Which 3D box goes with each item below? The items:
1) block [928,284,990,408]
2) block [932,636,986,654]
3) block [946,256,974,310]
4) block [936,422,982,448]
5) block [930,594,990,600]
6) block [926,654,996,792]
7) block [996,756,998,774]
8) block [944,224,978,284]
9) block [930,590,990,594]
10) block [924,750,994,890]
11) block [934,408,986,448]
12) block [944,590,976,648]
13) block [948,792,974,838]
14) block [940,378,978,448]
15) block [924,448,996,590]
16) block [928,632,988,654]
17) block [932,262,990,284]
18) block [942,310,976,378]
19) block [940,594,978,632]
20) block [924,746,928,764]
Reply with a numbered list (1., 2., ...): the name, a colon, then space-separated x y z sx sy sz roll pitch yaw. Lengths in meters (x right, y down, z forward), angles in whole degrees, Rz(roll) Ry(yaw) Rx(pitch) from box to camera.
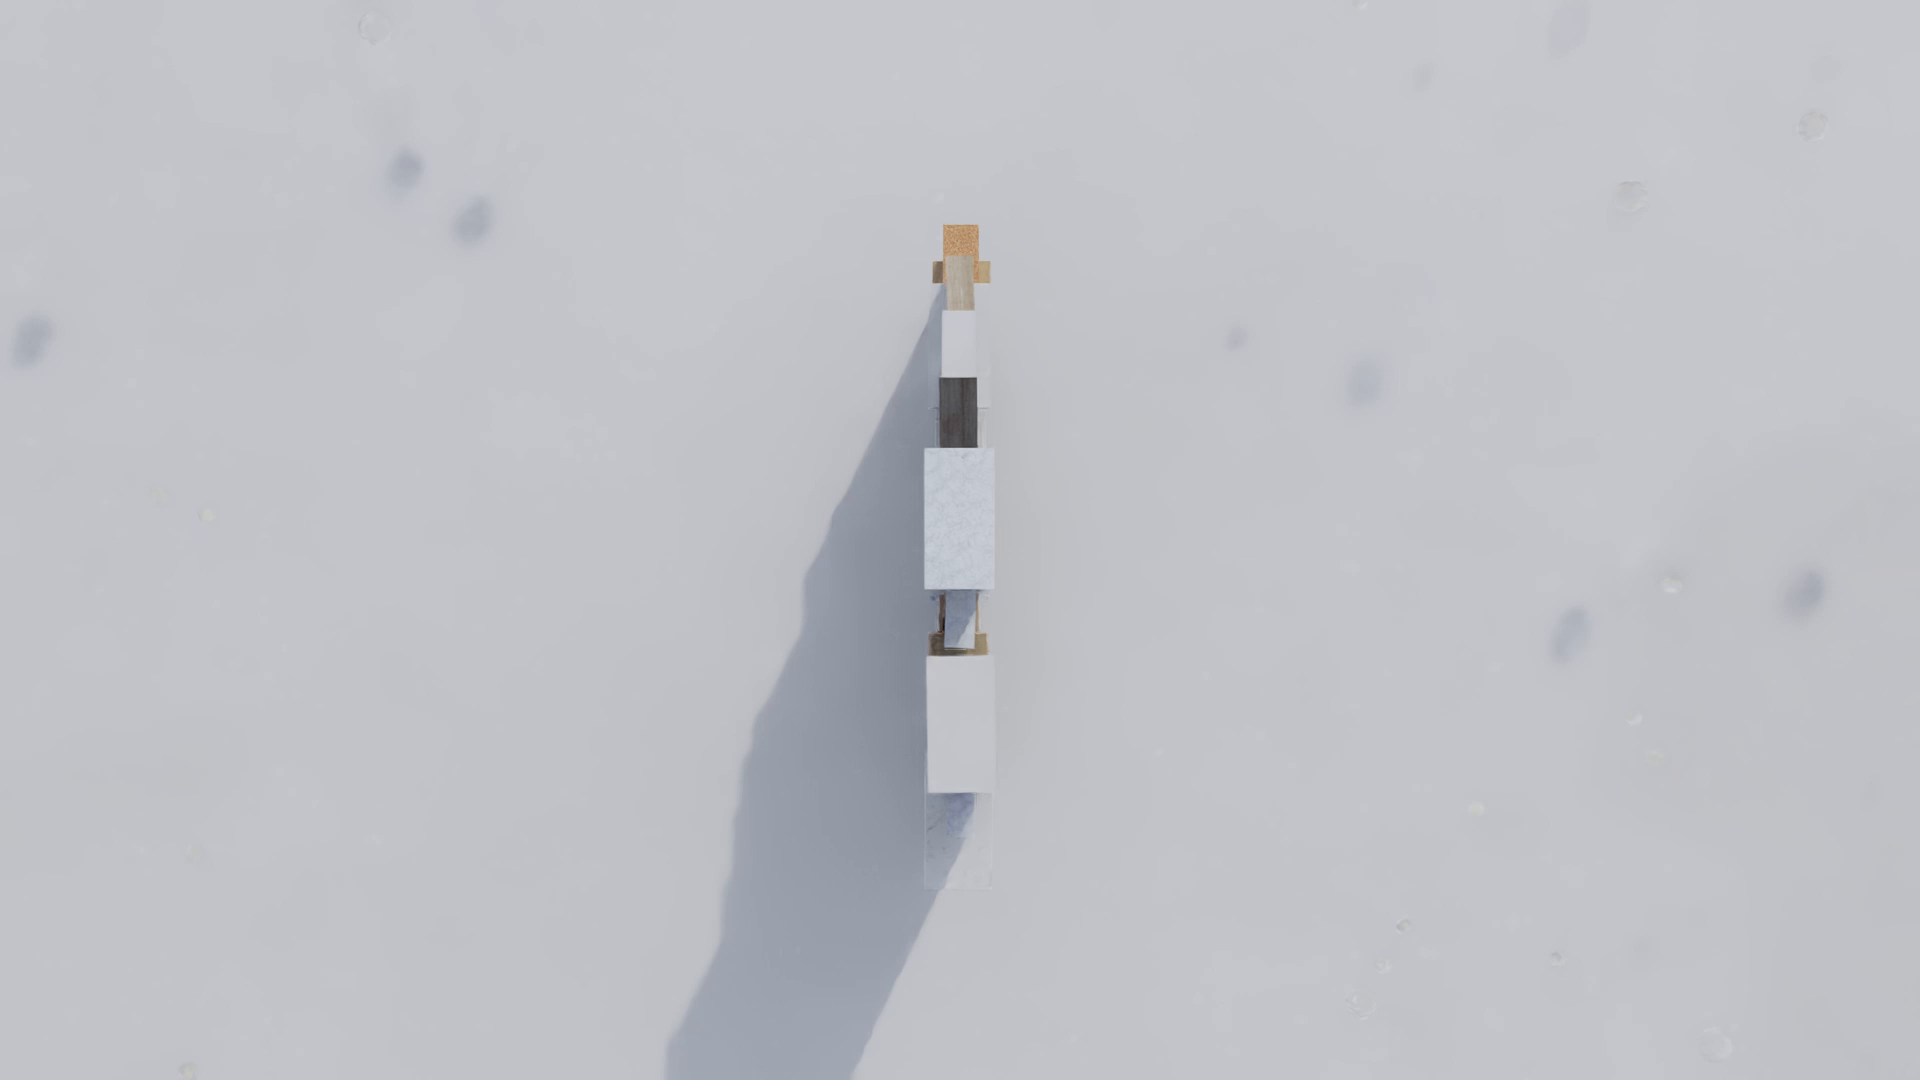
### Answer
1. block: -0.001 -0.512 4.365 0.163 0.046 0.327 0 90 0
2. block: -0.004 0.386 4.245 0.139 0.039 0.277 0 92 0
3. block: 0.000 -0.651 4.192 0.070 0.020 0.140 -2 90 1
4. block: -0.002 -0.195 4.522 0.126 0.036 0.253 0 90 0
5. block: 0.001 0.007 4.817 0.170 0.048 0.340 0 90 0
6. block: 0.003 0.423 3.809 0.157 0.044 0.314 -1 93 0
7. block: 0.008 0.530 3.995 0.157 0.314 0.044 0 89 0
8. block: 0.003 -0.780 4.615 0.100 0.028 0.200 0 90 0
9. block: 0.000 -0.012 4.182 0.150 0.043 0.301 0 90 0
10. block: -0.003 0.707 4.179 0.173 0.049 0.347 1 91 0
11. block: 0.001 -0.320 4.895 0.151 0.043 0.302 0 90 0
12. block: 0.001 0.189 4.003 0.073 0.021 0.146 2 89 0
13. block: 0.002 0.656 4.012 0.066 0.019 0.132 0 91 1
14. block: -0.004 -0.309 4.101 0.094 0.027 0.188 0 90 0
15. block: -0.001 -0.049 3.814 0.162 0.046 0.324 0 90 0
16. block: -0.008 0.421 4.569 0.164 0.047 0.329 0 92 -1
17. block: 0.005 -0.646 4.853 0.171 0.048 0.341 0 90 0
18. block: -0.003 -0.493 4.161 0.085 0.024 0.169 0 90 0
19. block: -0.003 0.147 4.563 0.108 0.030 0.215 0 90 0
20. block: -0.003 0.589 4.376 0.173 0.347 0.049 0 90 0
